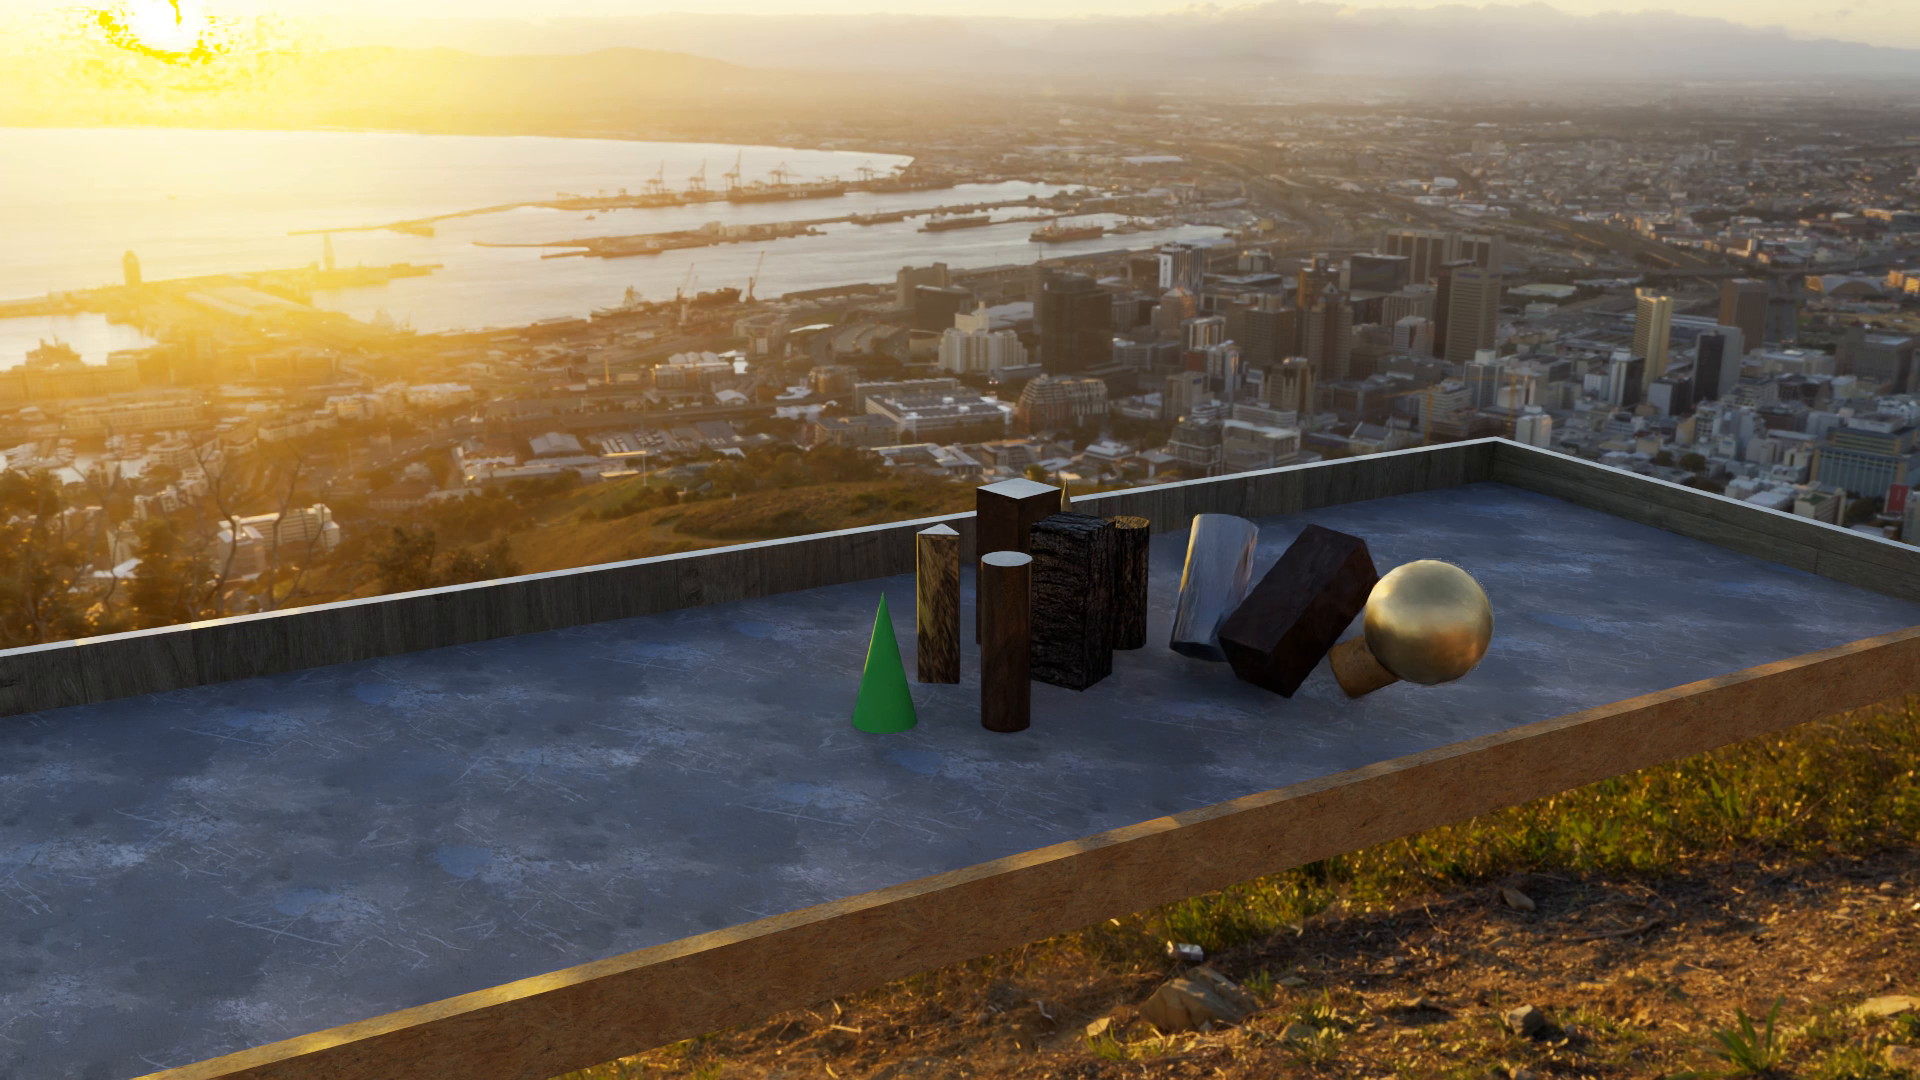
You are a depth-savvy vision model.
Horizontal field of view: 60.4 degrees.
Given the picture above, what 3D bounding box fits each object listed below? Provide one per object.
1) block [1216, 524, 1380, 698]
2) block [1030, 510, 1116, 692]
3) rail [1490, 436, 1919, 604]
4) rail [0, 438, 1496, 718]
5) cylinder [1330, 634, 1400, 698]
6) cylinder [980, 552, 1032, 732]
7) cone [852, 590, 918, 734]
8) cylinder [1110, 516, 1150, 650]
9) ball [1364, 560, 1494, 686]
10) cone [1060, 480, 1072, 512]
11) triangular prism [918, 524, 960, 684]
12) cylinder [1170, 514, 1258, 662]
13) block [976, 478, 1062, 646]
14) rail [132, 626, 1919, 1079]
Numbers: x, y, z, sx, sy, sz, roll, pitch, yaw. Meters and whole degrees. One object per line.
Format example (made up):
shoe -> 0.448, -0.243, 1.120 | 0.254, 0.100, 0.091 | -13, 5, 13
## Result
block -> 0.848, 0.173, 4.116 | 0.403, 0.168, 0.168 | -46, 39, -20
block -> 0.280, 0.151, 4.123 | 0.154, 0.405, 0.154 | 11, 20, 33
rail -> 2.466, -0.048, 5.253 | 0.050, 0.150, 2.100 | -9, 18, -27
rail -> -3.305, 0.497, 3.399 | 12.000, 0.150, 0.050 | -9, 18, -27
cylinder -> 1.063, 0.261, 3.960 | 0.318, 0.137, 0.137 | -28, 0, 33
cylinder -> 0.107, 0.237, 3.829 | 0.116, 0.405, 0.116 | 0, 16, 0
cone -> -0.178, 0.272, 3.854 | 0.154, 0.325, 0.154 | 0, 16, 0
cylinder -> 0.435, 0.113, 4.376 | 0.126, 0.334, 0.126 | 0, 16, 0
ball -> 1.051, 0.186, 3.707 | 0.282, 0.282, 0.282 | 0, 16, 0
cone -> 0.295, 0.013, 4.623 | 0.145, 0.388, 0.145 | 0, 16, 0
triangular prism -> -0.049, 0.159, 4.123 | 0.103, 0.389, 0.090 | 2, 16, 6
cylinder -> 0.656, 0.123, 4.258 | 0.170, 0.347, 0.170 | 12, -16, 4
block -> 0.153, 0.072, 4.347 | 0.156, 0.431, 0.156 | -15, 22, -41
rail -> -2.336, 1.006, 1.665 | 12.000, 0.150, 0.050 | -9, 18, -27
